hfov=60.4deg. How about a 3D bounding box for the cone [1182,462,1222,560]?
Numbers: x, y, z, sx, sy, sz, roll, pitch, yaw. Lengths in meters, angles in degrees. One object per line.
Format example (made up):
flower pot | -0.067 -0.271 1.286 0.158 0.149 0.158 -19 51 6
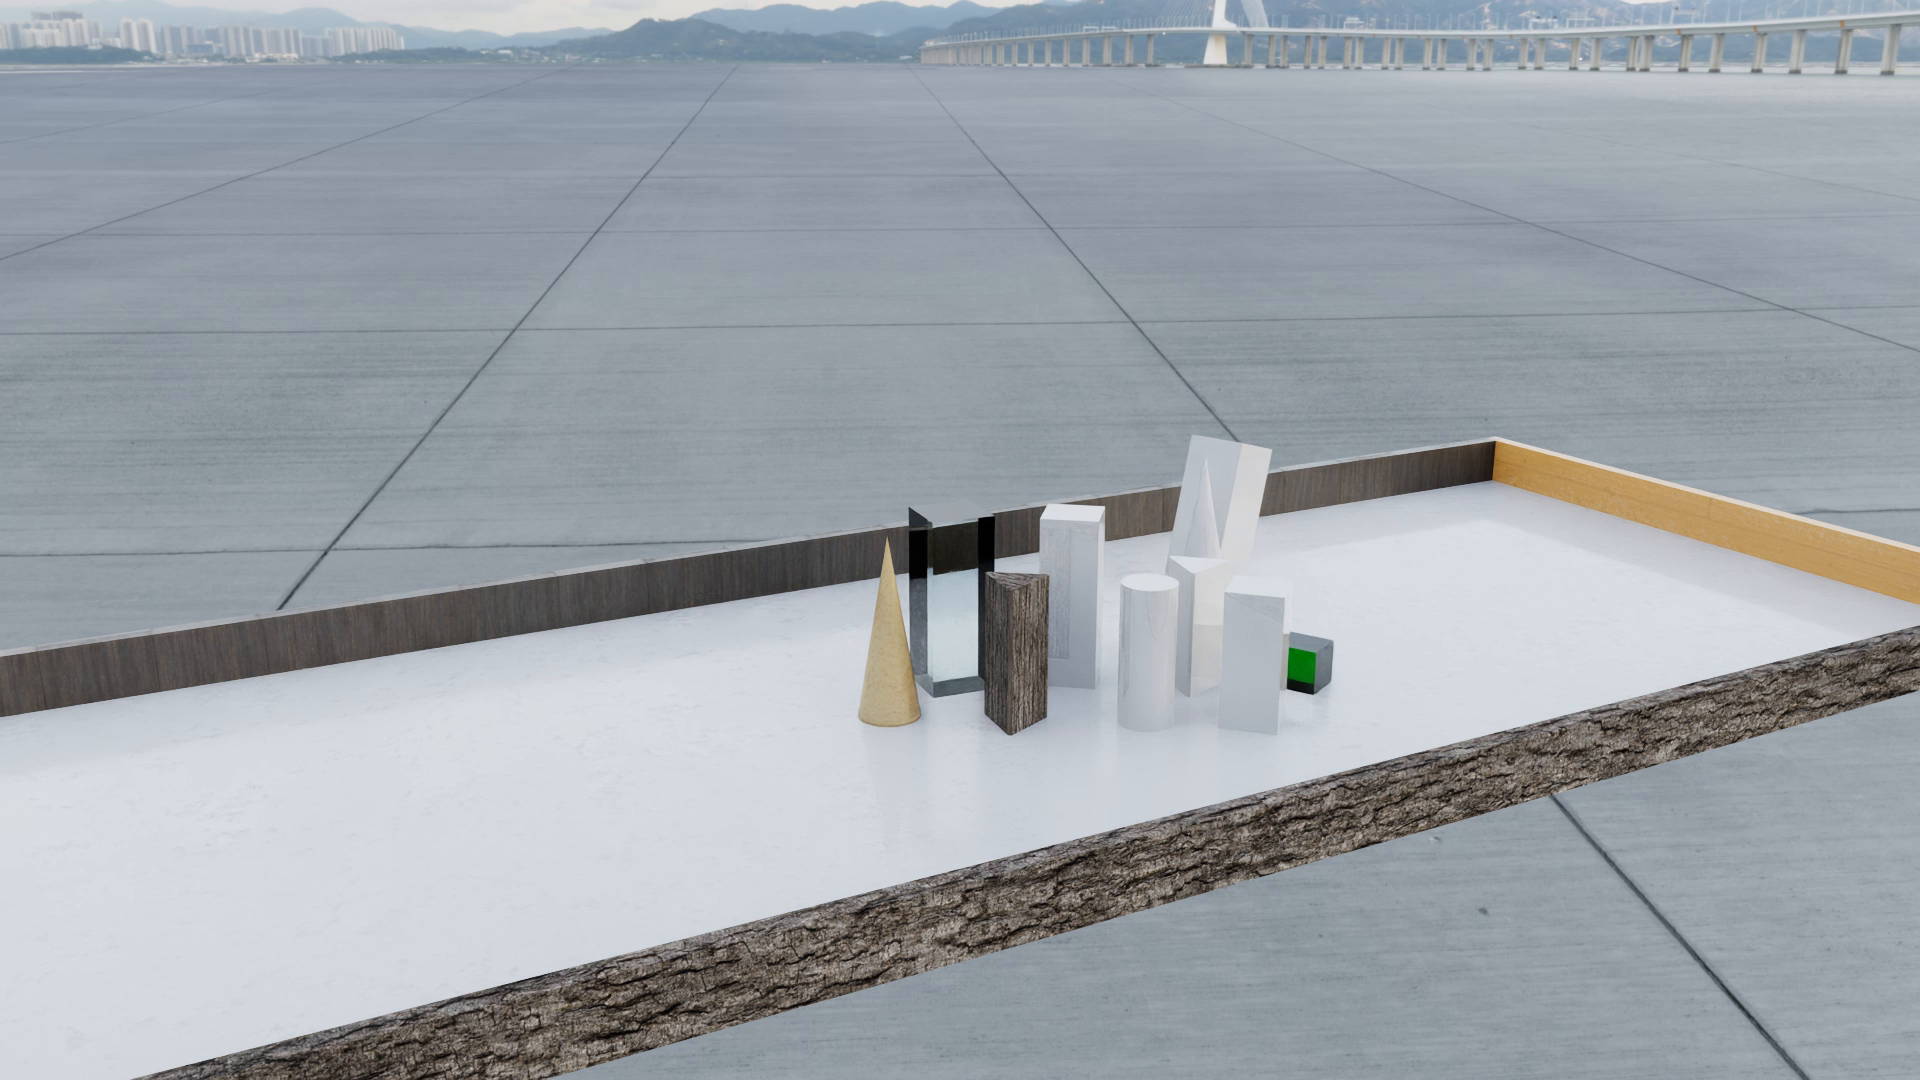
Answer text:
cone | 0.677 -0.014 4.600 0.166 0.451 0.166 0 16 0

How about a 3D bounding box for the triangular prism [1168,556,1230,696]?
triangular prism | 0.566 0.205 4.093 0.129 0.318 0.149 15 22 42

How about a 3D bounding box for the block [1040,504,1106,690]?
block | 0.278 0.140 4.114 0.143 0.432 0.143 3 17 11

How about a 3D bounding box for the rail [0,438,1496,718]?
rail | -3.305 0.497 3.399 12.000 0.150 0.050 -9 18 -27

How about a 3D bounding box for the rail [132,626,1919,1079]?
rail | -2.336 1.006 1.665 12.000 0.150 0.050 -9 18 -27

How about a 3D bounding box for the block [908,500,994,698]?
block | -0.021 0.144 4.076 0.162 0.446 0.162 -7 18 -21

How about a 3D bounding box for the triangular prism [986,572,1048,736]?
triangular prism | 0.111 0.256 3.858 0.127 0.354 0.147 13 21 37

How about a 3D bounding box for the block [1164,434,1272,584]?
block | 0.756 -0.081 4.833 0.172 0.419 0.172 14 6 40

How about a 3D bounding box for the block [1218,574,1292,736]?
block | 0.690 0.267 3.852 0.137 0.335 0.137 5 17 17

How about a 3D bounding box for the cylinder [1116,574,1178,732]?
cylinder | 0.437 0.263 3.849 0.134 0.345 0.134 0 16 0

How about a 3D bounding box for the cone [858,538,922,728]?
cone | -0.168 0.204 3.872 0.152 0.446 0.152 0 16 0

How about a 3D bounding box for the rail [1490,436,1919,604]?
rail | 2.466 -0.048 5.253 0.050 0.150 2.100 -9 18 -27

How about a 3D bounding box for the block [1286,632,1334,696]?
block | 0.716 0.280 4.207 0.452 0.111 0.111 11 20 33
